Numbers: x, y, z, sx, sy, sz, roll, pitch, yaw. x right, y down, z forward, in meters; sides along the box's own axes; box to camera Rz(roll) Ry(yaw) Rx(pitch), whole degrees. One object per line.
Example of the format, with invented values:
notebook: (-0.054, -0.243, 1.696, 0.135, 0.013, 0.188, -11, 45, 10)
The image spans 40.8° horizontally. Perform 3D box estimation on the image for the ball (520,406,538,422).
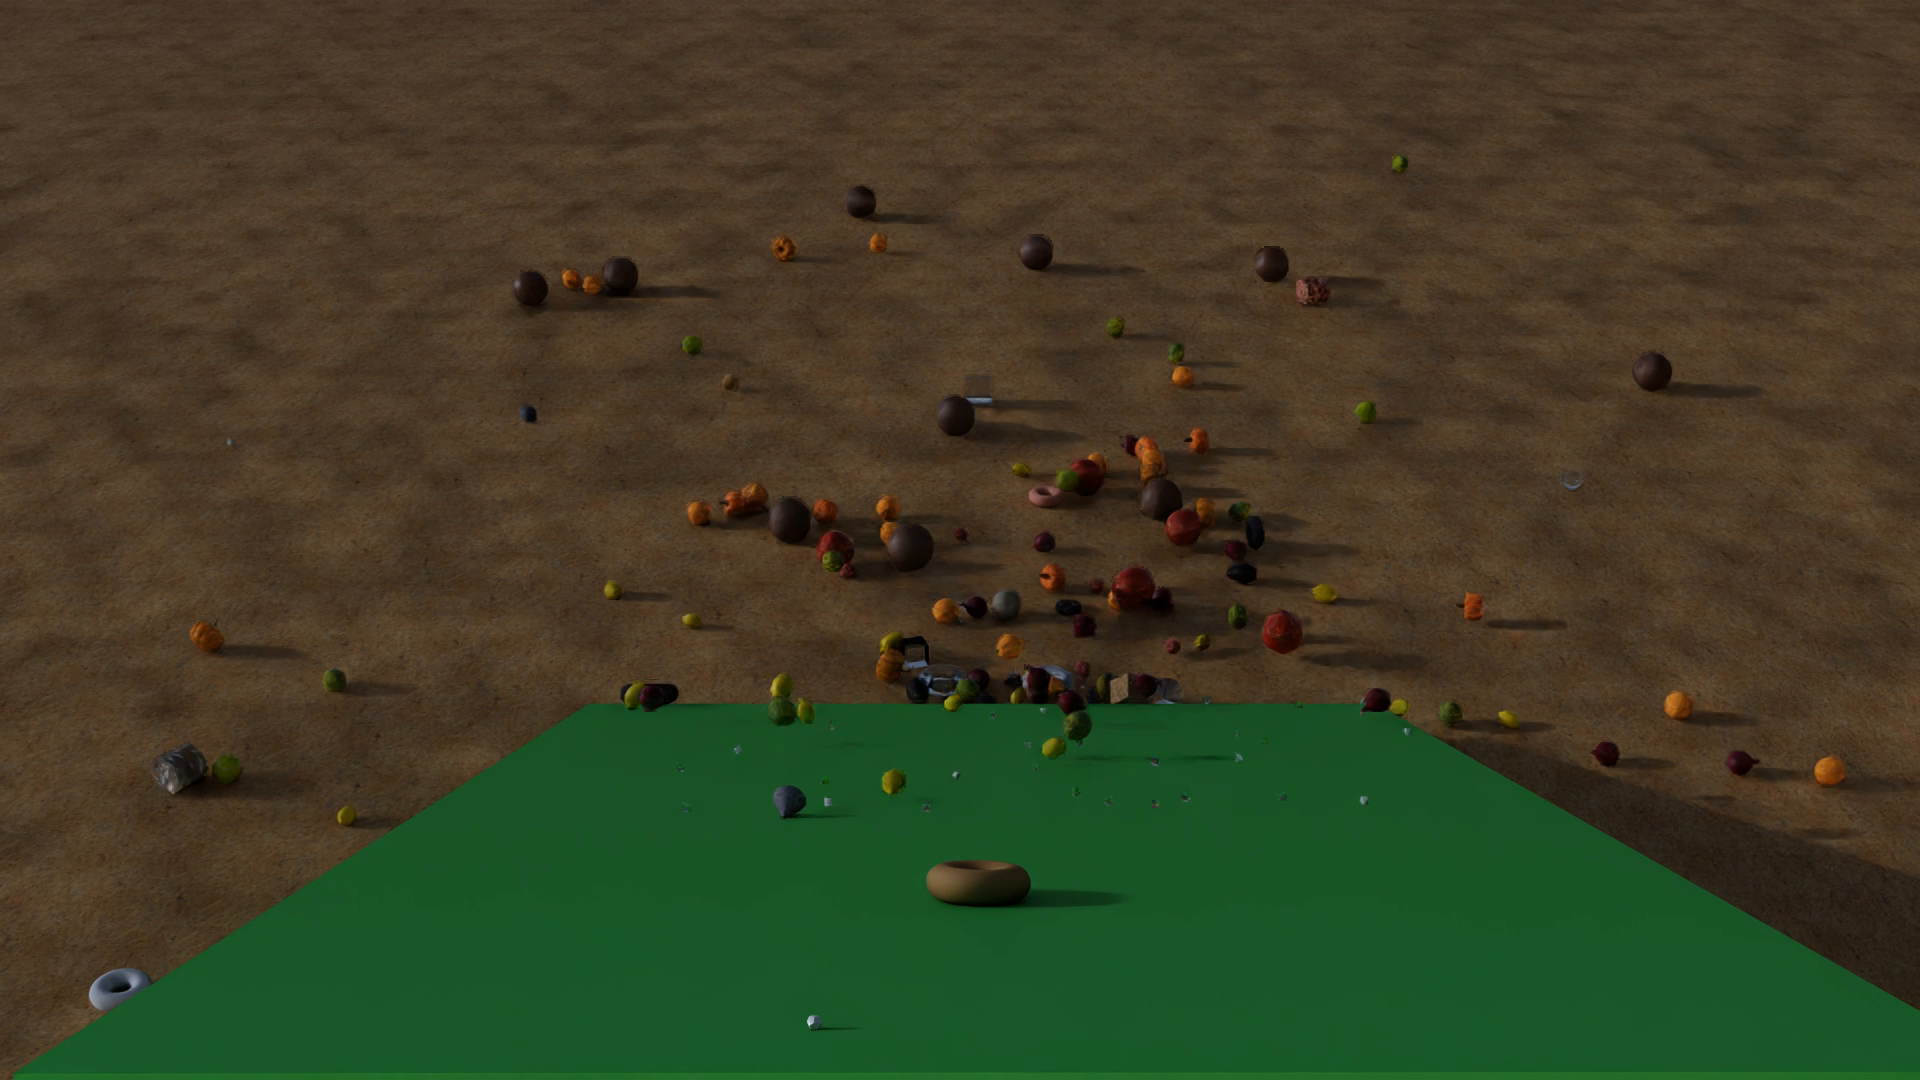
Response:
ball: (-1.414, -0.412, 8.458, 0.054, 0.054, 0.054, 0, 25, 0)

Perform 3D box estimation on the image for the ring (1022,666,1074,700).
ring: (0.233, 0.376, 6.803, 0.140, 0.047, 0.140, 1, 27, 0)

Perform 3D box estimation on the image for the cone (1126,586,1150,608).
cone: (0.489, 0.172, 7.253, 0.065, 0.065, 0.065, -42, 41, -17)

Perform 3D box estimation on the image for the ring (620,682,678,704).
ring: (-0.796, 0.393, 6.589, 0.148, 0.049, 0.148, -1, 0, 0)

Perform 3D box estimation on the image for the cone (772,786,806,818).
cone: (-0.299, 0.463, 4.437, 0.058, 0.058, 0.058, 3, 29, 6)

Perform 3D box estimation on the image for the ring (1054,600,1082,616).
ring: (0.304, 0.189, 7.224, 0.075, 0.025, 0.075, 0, 24, 0)

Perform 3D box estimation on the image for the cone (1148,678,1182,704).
cone: (0.527, 0.404, 6.661, 0.090, 0.090, 0.090, 4, 4, 7)

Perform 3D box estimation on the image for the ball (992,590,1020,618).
ball: (0.129, 0.179, 7.179, 0.081, 0.081, 0.081, 0, 25, 0)

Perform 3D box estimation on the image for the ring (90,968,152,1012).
ring: (-1.806, 0.971, 5.551, 0.132, 0.044, 0.132, 0, 27, 0)

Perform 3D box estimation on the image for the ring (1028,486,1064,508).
ring: (0.264, -0.132, 7.888, 0.112, 0.037, 0.112, 1, 25, -1)

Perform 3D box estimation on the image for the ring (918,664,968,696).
ring: (-0.044, 0.370, 6.818, 0.134, 0.045, 0.134, 1, 25, -1)

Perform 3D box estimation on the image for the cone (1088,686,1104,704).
cone: (0.350, 0.412, 6.751, 0.059, 0.059, 0.059, -9, 0, -18)

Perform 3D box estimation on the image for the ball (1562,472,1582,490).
ball: (1.892, -0.184, 7.970, 0.058, 0.058, 0.058, 0, 25, 0)

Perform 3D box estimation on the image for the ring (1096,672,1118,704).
ring: (0.406, 0.396, 6.715, 0.116, 0.039, 0.116, 26, 37, -22)

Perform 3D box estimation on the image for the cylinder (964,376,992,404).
cylinder: (0.059, -0.500, 8.593, 0.093, 0.093, 0.093, 0, 25, 0)

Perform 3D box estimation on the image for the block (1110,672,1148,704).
block: (0.435, 0.392, 6.655, 0.067, 0.067, 0.067, 20, -34, -36)

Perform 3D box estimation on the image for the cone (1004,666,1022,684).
cone: (0.136, 0.370, 6.842, 0.052, 0.052, 0.052, -31, 30, -2)

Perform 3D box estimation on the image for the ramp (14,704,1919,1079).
ramp: (0.058, 0.522, 4.561, 2.000, 0.100, 4.000, 0, 2, 0)

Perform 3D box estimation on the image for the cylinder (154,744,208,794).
cylinder: (-1.922, 0.564, 6.354, 0.091, 0.091, 0.091, 16, 30, 30)

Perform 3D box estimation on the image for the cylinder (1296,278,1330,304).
cylinder: (1.297, -0.915, 9.475, 0.091, 0.091, 0.091, -10, 27, -19)

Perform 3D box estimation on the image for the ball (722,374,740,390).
ball: (-0.775, -0.533, 8.708, 0.058, 0.058, 0.058, 0, 25, 0)

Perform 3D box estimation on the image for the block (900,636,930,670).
block: (-0.122, 0.303, 6.940, 0.061, 0.061, 0.061, -9, 27, -18)

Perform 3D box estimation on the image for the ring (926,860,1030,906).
ring: (0.025, 0.476, 3.585, 0.146, 0.049, 0.146, 1, 1, 0)
